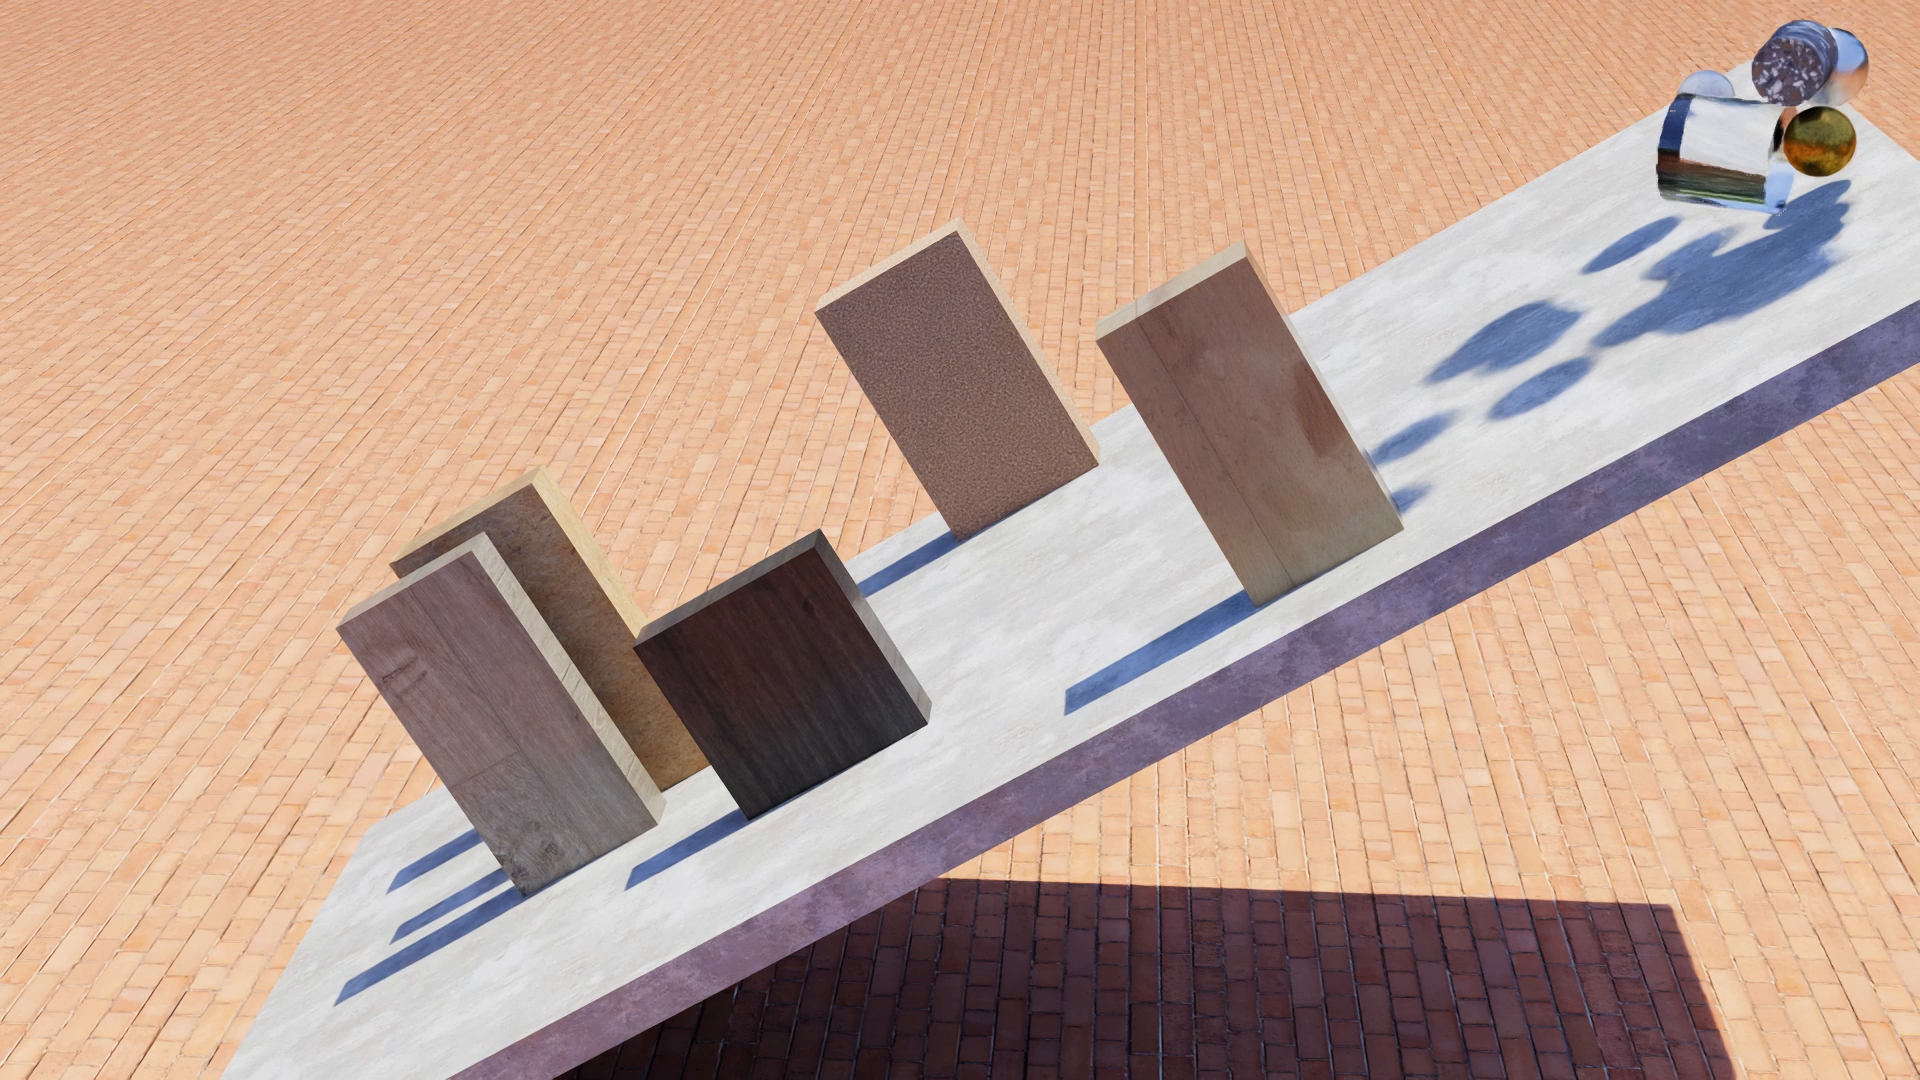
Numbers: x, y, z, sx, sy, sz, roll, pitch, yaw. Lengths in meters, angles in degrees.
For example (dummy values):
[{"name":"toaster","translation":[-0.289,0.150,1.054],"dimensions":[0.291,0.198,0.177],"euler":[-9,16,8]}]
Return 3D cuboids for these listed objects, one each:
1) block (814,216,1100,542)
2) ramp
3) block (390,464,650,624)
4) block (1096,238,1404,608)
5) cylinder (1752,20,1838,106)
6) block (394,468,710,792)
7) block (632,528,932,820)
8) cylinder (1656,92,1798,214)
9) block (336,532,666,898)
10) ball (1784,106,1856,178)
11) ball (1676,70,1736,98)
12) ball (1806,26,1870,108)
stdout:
[{"name":"block","translation":[-0.001,-0.371,6.857],"dimensions":[0.383,0.646,0.146],"euler":[-29,15,12]},{"name":"ramp","translation":[0.142,0.168,6.287],"dimensions":[4.000,0.100,2.000],"euler":[-29,15,12]},{"name":"block","translation":[-0.959,0.216,6.840],"dimensions":[0.400,0.678,0.134],"euler":[-29,15,12]},{"name":"block","translation":[0.528,-0.209,5.358],"dimensions":[0.308,0.587,0.136],"euler":[-29,15,12]},{"name":"cylinder","translation":[1.541,-0.880,5.428],"dimensions":[0.130,0.130,0.130],"euler":[10,28,26]},{"name":"block","translation":[-0.871,0.250,6.430],"dimensions":[0.360,0.739,0.102],"euler":[-29,15,12]},{"name":"block","translation":[-0.353,0.272,5.903],"dimensions":[0.427,0.433,0.115],"euler":[-29,15,12]},{"name":"cylinder","translation":[1.451,-0.730,5.550],"dimensions":[0.207,0.207,0.207],"euler":[12,22,30]},{"name":"block","translation":[-0.972,0.377,6.268],"dimensions":[0.349,0.715,0.122],"euler":[-29,15,12]},{"name":"ball","translation":[1.590,-0.737,5.440],"dimensions":[0.131,0.131,0.131],"euler":[0,19,0]},{"name":"ball","translation":[1.443,-0.853,5.693],"dimensions":[0.113,0.113,0.113],"euler":[0,19,0]},{"name":"ball","translation":[1.653,-0.900,5.605],"dimensions":[0.153,0.153,0.153],"euler":[0,19,0]}]
